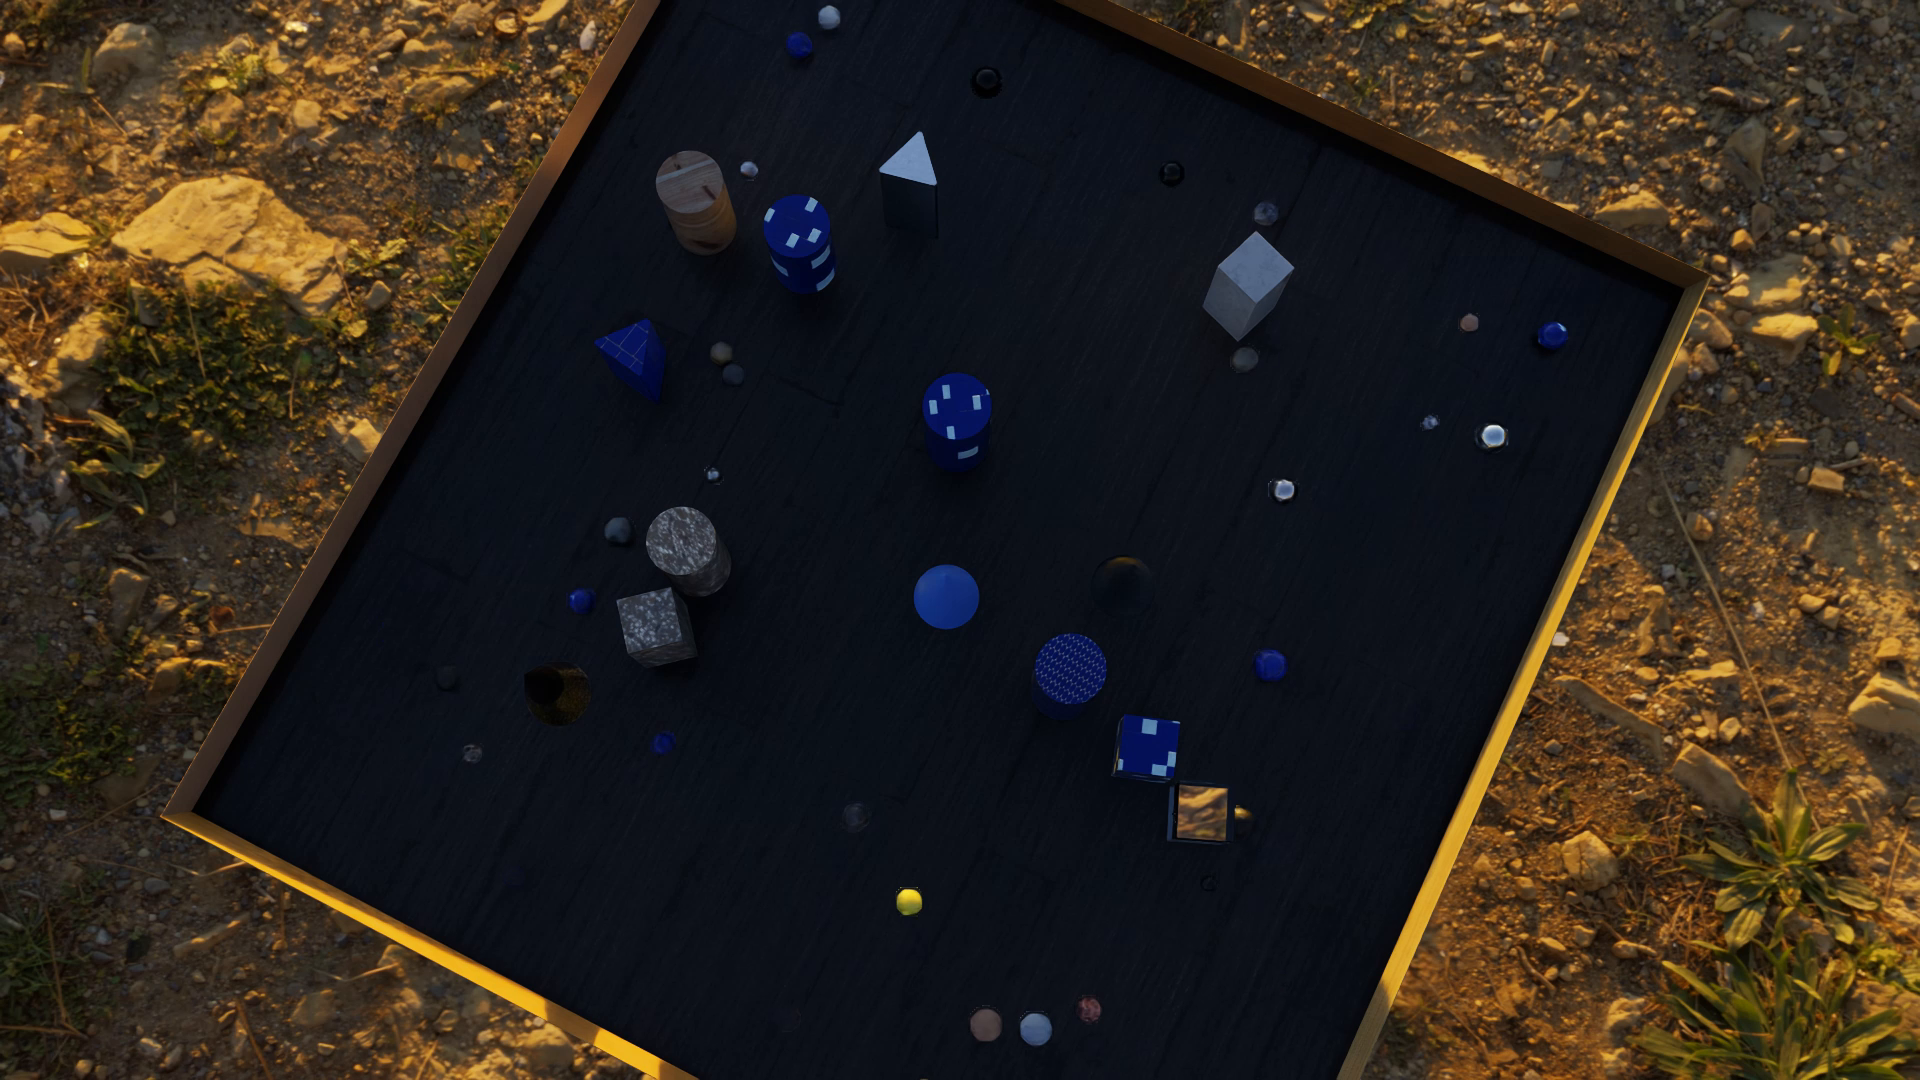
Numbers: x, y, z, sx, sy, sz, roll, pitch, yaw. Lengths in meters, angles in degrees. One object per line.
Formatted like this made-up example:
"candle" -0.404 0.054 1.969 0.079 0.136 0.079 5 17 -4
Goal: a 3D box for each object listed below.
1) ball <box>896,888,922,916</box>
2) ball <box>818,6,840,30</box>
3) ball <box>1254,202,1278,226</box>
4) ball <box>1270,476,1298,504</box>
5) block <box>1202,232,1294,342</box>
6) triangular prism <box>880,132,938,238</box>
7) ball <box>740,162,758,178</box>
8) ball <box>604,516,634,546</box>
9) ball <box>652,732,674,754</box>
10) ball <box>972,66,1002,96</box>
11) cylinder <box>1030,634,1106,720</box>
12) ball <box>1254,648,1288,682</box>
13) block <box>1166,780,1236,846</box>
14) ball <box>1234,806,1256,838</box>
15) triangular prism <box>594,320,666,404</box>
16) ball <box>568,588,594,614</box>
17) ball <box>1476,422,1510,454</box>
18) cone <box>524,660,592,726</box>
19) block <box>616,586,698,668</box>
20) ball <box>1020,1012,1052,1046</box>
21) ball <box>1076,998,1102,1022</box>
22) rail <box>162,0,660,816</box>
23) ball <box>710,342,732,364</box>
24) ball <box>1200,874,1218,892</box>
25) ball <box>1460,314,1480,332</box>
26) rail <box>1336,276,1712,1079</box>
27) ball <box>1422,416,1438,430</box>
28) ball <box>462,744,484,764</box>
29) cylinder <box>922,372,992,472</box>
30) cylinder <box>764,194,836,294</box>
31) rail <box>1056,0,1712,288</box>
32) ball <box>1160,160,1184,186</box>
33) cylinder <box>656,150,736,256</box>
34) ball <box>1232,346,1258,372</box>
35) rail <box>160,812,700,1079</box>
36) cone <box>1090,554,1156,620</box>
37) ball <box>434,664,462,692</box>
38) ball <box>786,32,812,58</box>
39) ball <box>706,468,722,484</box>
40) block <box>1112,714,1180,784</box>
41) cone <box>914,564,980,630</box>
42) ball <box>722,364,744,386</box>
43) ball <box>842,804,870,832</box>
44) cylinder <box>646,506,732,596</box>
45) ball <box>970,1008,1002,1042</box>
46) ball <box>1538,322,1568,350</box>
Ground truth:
"ball" -0.148 1.060 5.357 0.079 0.079 0.079 0 78 0
"ball" -0.423 -1.689 5.928 0.075 0.075 0.075 0 78 0
"ball" 0.967 -1.031 5.790 0.078 0.078 0.078 0 78 0
"ball" 0.992 -0.151 5.605 0.085 0.085 0.085 0 78 0
"block" 0.875 -0.768 5.588 0.160 0.367 0.160 -43 81 -8
"triangular prism" -0.136 -1.094 5.621 0.173 0.435 0.150 14 79 3
"ball" -0.672 -1.177 5.832 0.055 0.055 0.055 0 78 0
"ball" -1.038 -0.026 5.577 0.089 0.089 0.089 0 78 0
"ball" -0.884 0.607 5.458 0.065 0.065 0.065 0 78 0
"ball" 0.087 -1.469 5.872 0.095 0.095 0.095 0 78 0
"cylinder" 0.310 0.402 5.319 0.200 0.420 0.200 0 78 0
"ball" 0.931 0.376 5.488 0.100 0.100 0.100 0 78 0
"block" 0.699 0.794 5.322 0.160 0.256 0.160 4 78 1
"ball" 0.824 0.832 5.396 0.092 0.092 0.092 0 78 0
"triangular prism" -0.967 -0.563 5.573 0.173 0.313 0.150 35 80 7
"ball" -1.144 0.184 5.538 0.079 0.079 0.079 0 78 0
"ball" 1.636 -0.315 5.631 0.099 0.099 0.099 0 78 0
"cone" -1.211 0.416 5.304 0.200 0.445 0.200 0 78 0
"block" -0.889 0.261 5.401 0.160 0.316 0.160 -14 79 -3
"ball" 0.219 1.410 5.277 0.094 0.094 0.094 0 78 0
"ball" 0.374 1.358 5.299 0.072 0.072 0.072 0 78 0
"rail" -1.505 -0.730 5.700 0.045 0.130 3.557 26 80 5
"ball" -0.743 -0.581 5.700 0.072 0.072 0.072 0 78 0
"ball" 0.732 1.009 5.382 0.052 0.052 0.052 0 78 0
"ball" 1.594 -0.678 5.728 0.056 0.056 0.056 0 78 0
"rail" 1.505 0.744 5.395 0.045 0.130 3.557 26 80 5
"ball" 1.455 -0.362 5.669 0.045 0.045 0.045 0 78 0
"ball" -1.451 0.637 5.453 0.062 0.062 0.062 0 78 0
"cylinder" -0.008 -0.347 5.486 0.200 0.396 0.200 0 78 0
"cylinder" -0.489 -0.906 5.639 0.200 0.323 0.200 0 78 0
"rail" 0.785 -1.530 5.866 3.414 0.130 0.045 26 80 5
"ball" 0.673 -1.163 5.816 0.081 0.081 0.081 0 78 0
"cylinder" -0.809 -1.034 5.649 0.200 0.355 0.200 0 78 0
"ball" 0.886 -0.561 5.692 0.081 0.081 0.081 0 78 0
"rail" -0.785 1.544 5.230 3.414 0.130 0.045 26 80 5
"cone" 0.499 0.107 5.411 0.200 0.359 0.200 0 78 0
"ball" -1.535 0.413 5.491 0.079 0.079 0.079 0 78 0
"ball" -0.519 -1.594 5.903 0.085 0.085 0.085 0 78 0
"ball" -0.757 -0.196 5.632 0.050 0.050 0.050 0 78 0
"block" 0.542 0.613 5.366 0.160 0.242 0.160 8 78 2
"cone" -0.041 0.135 5.397 0.200 0.375 0.200 0 78 0
"ball" -0.704 -0.514 5.687 0.071 0.071 0.071 0 78 0
"ball" -0.307 0.818 5.405 0.082 0.082 0.082 0 78 0
"cylinder" -0.798 0.039 5.422 0.200 0.365 0.200 0 78 0
"ball" 0.076 1.398 5.279 0.095 0.095 0.095 0 78 0
"ball" 1.844 -0.635 5.702 0.090 0.090 0.090 0 78 0
